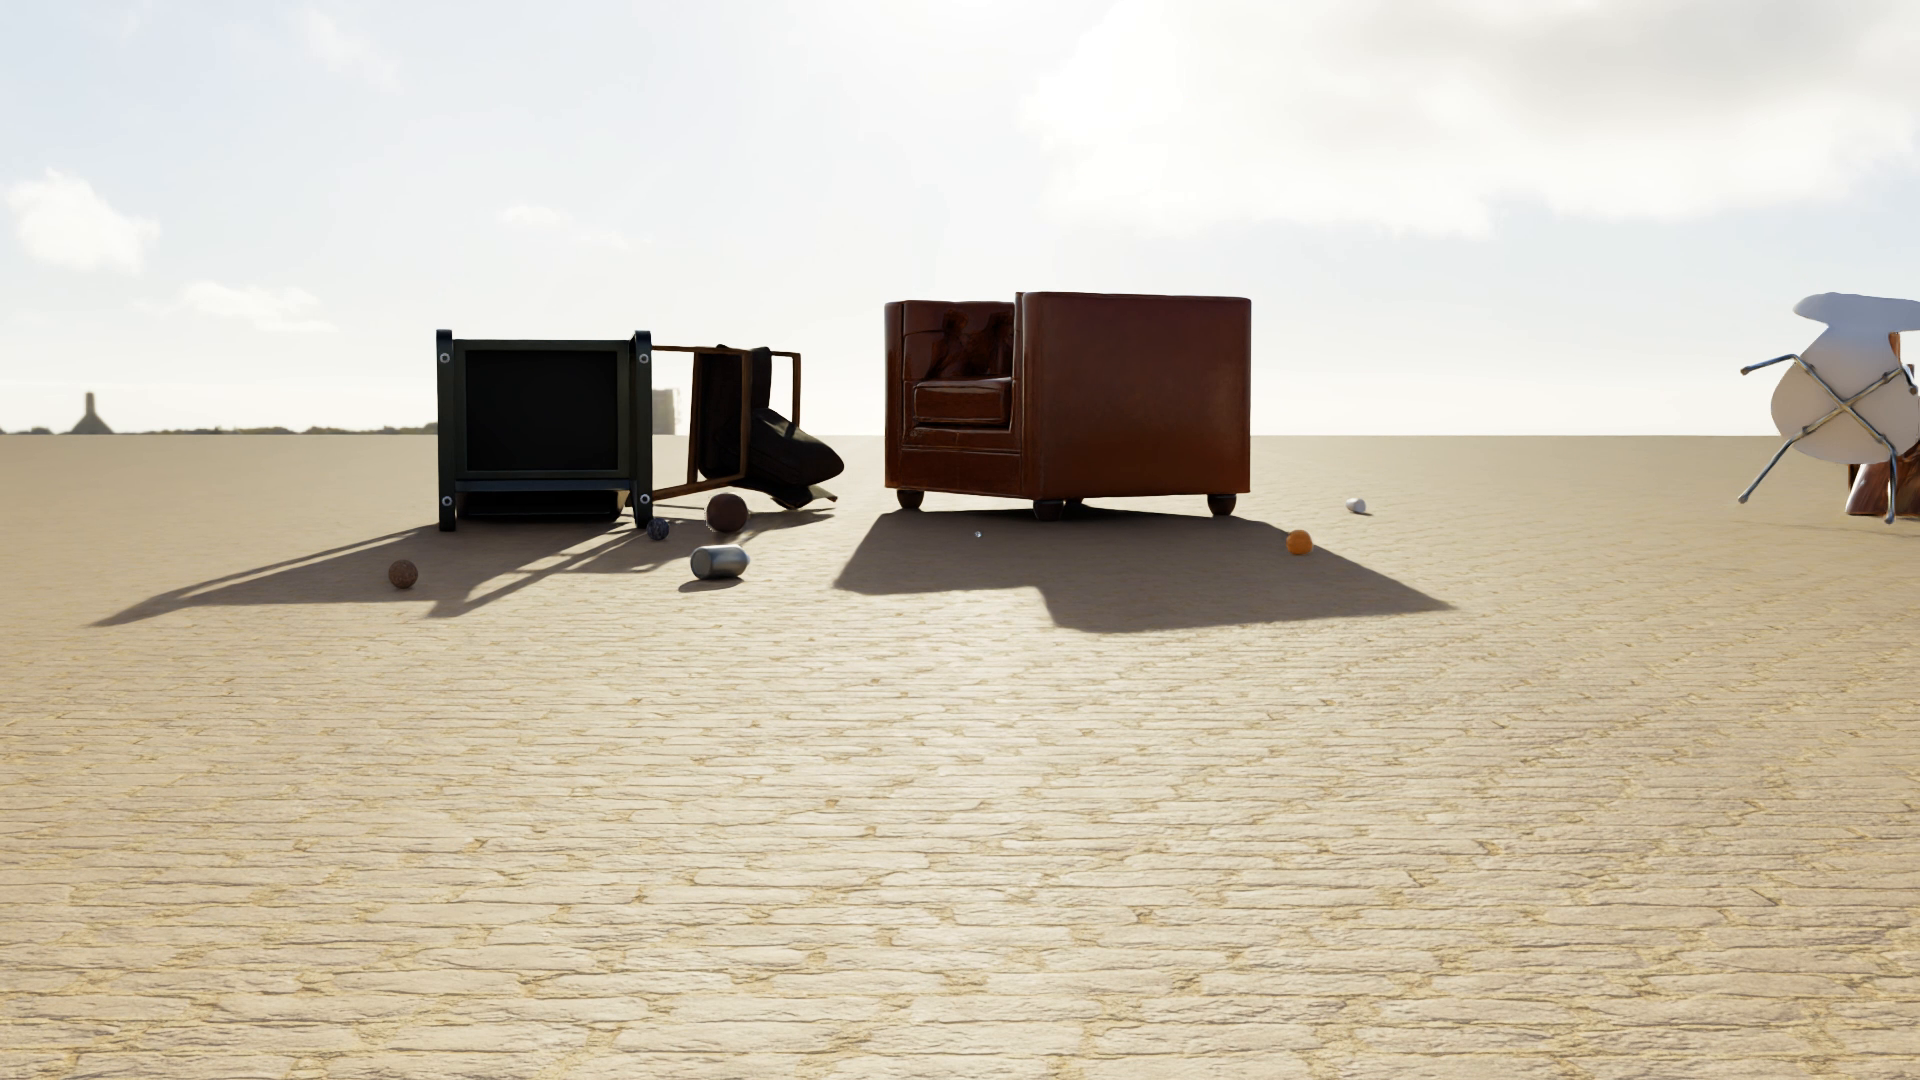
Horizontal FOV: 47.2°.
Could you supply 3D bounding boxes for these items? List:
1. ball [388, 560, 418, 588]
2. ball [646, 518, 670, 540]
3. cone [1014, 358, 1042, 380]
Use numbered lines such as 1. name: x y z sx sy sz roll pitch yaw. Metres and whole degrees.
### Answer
1. ball: -1.254 0.077 4.953 0.065 0.065 0.065 0 4 0
2. ball: -0.896 -0.032 6.527 0.067 0.067 0.067 0 4 0
3. cone: 0.275 -0.665 8.308 0.082 0.075 0.140 42 44 16
